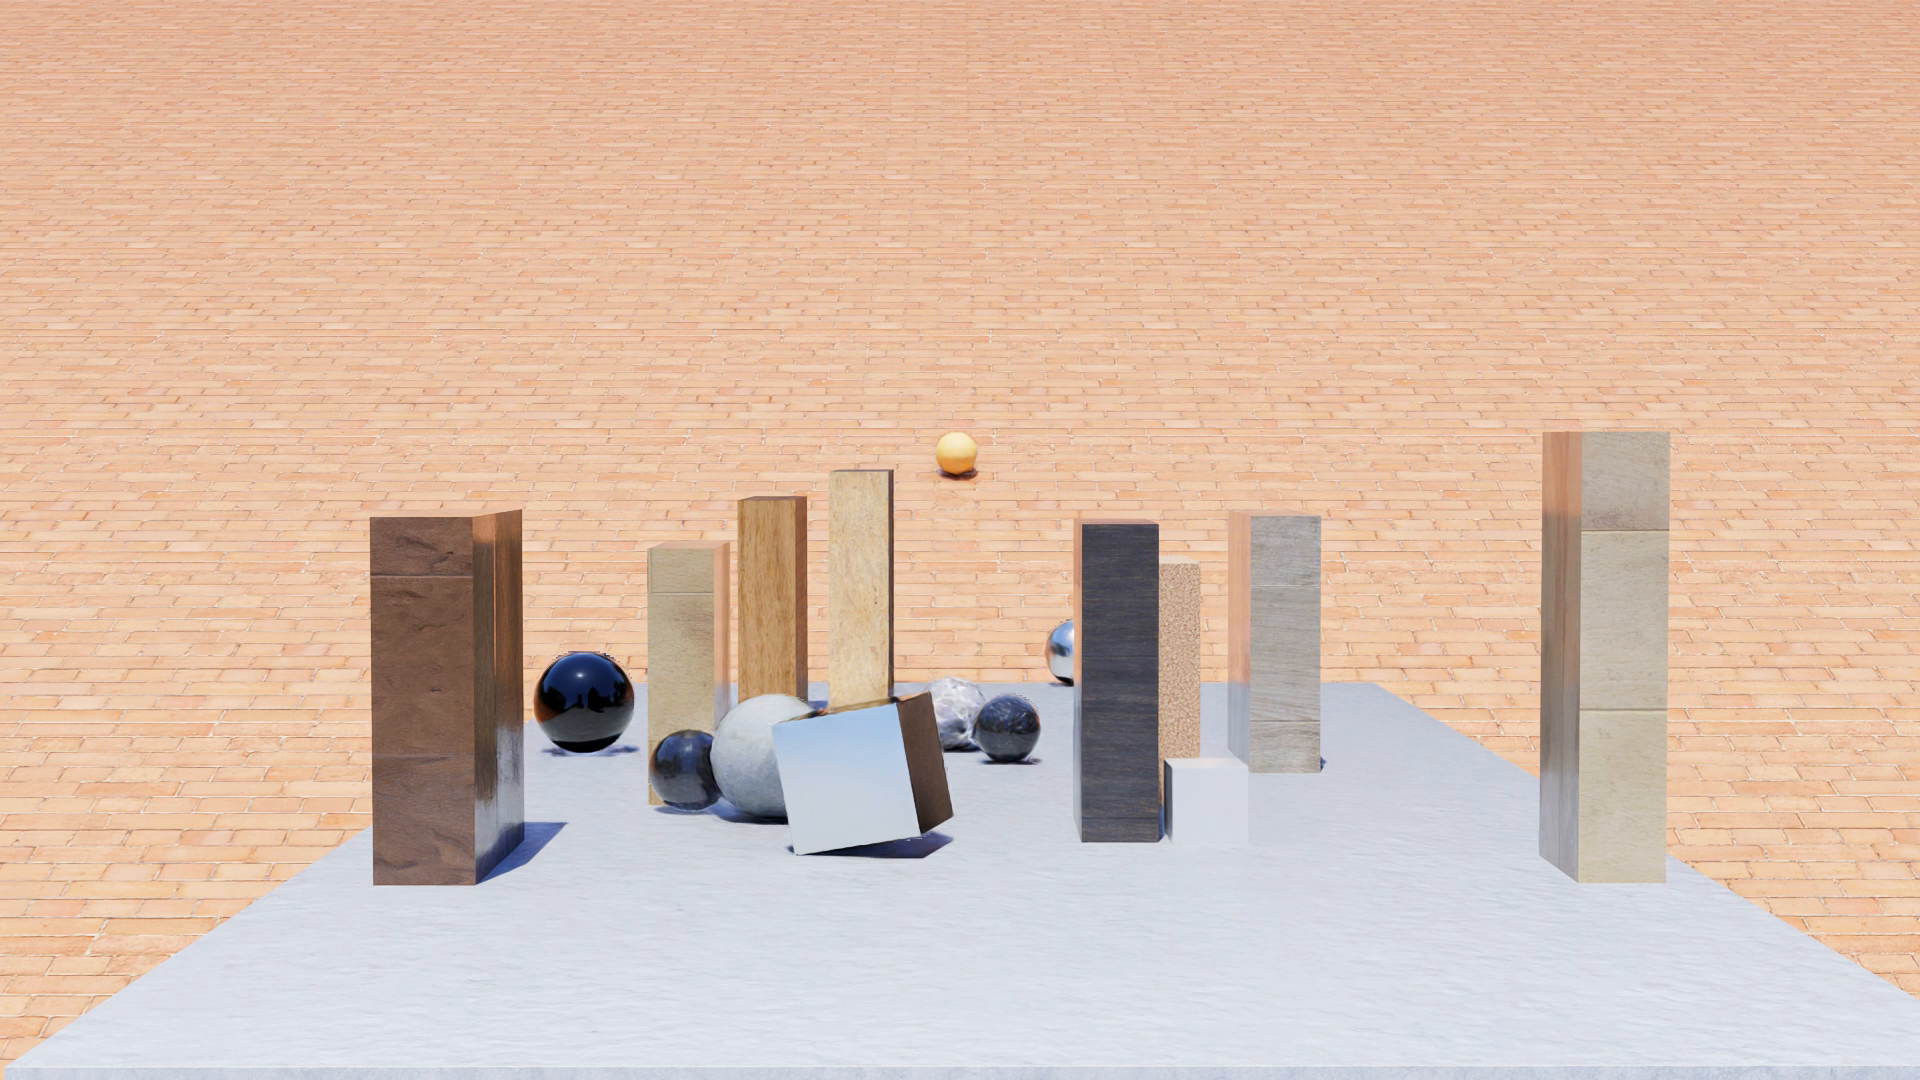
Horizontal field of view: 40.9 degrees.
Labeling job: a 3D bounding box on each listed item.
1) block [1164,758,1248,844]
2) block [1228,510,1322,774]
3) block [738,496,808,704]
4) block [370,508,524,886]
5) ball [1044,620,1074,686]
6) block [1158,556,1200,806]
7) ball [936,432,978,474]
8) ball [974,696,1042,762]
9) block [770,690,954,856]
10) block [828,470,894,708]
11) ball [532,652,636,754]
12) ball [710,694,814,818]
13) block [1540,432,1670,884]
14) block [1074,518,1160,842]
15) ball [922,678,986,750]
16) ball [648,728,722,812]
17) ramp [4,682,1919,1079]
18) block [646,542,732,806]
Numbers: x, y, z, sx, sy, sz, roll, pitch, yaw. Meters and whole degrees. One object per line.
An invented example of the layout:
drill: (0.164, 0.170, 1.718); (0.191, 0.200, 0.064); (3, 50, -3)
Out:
block: (0.381, 0.404, 3.996); (0.116, 0.116, 0.116); (0, 2, -2)
block: (0.601, 0.186, 4.954); (0.130, 0.477, 0.395); (0, 2, 0)
block: (-0.410, 0.152, 5.673); (0.122, 0.489, 0.442); (0, 2, 0)
block: (-0.743, 0.216, 3.764); (0.142, 0.512, 0.408); (0, 2, 0)
ball: (0.294, 0.283, 6.467); (0.164, 0.164, 0.164); (0, 24, 0)
block: (0.340, 0.238, 4.487); (0.129, 0.409, 0.293); (0, 2, 0)
ball: (-0.011, -0.271, 8.059); (0.131, 0.131, 0.131); (0, 24, 0)
ball: (0.091, 0.361, 4.928); (0.129, 0.129, 0.129); (0, 24, 0)
block: (-0.146, 0.351, 3.899); (0.197, 0.197, 0.197); (-11, 0, 14)
block: (-0.158, 0.171, 4.184); (0.093, 0.568, 0.349); (0, 2, 0)
ball: (-0.742, 0.320, 5.080); (0.200, 0.200, 0.200); (0, 24, 0)
ball: (-0.305, 0.353, 4.198); (0.202, 0.202, 0.202); (0, 24, 0)
block: (0.921, 0.159, 3.692); (0.122, 0.628, 0.241); (0, 2, 0)
block: (0.245, 0.214, 4.071); (0.118, 0.489, 0.272); (0, 2, 0)
ball: (-0.017, 0.345, 5.116); (0.146, 0.146, 0.146); (0, 24, 0)
ball: (-0.449, 0.383, 4.283); (0.137, 0.137, 0.137); (0, 24, 0)
ramp: (0.054, 0.491, 4.542); (2.000, 0.100, 4.000); (0, 2, 0)
block: (-0.471, 0.225, 4.505); (0.112, 0.434, 0.320); (0, 2, 0)
